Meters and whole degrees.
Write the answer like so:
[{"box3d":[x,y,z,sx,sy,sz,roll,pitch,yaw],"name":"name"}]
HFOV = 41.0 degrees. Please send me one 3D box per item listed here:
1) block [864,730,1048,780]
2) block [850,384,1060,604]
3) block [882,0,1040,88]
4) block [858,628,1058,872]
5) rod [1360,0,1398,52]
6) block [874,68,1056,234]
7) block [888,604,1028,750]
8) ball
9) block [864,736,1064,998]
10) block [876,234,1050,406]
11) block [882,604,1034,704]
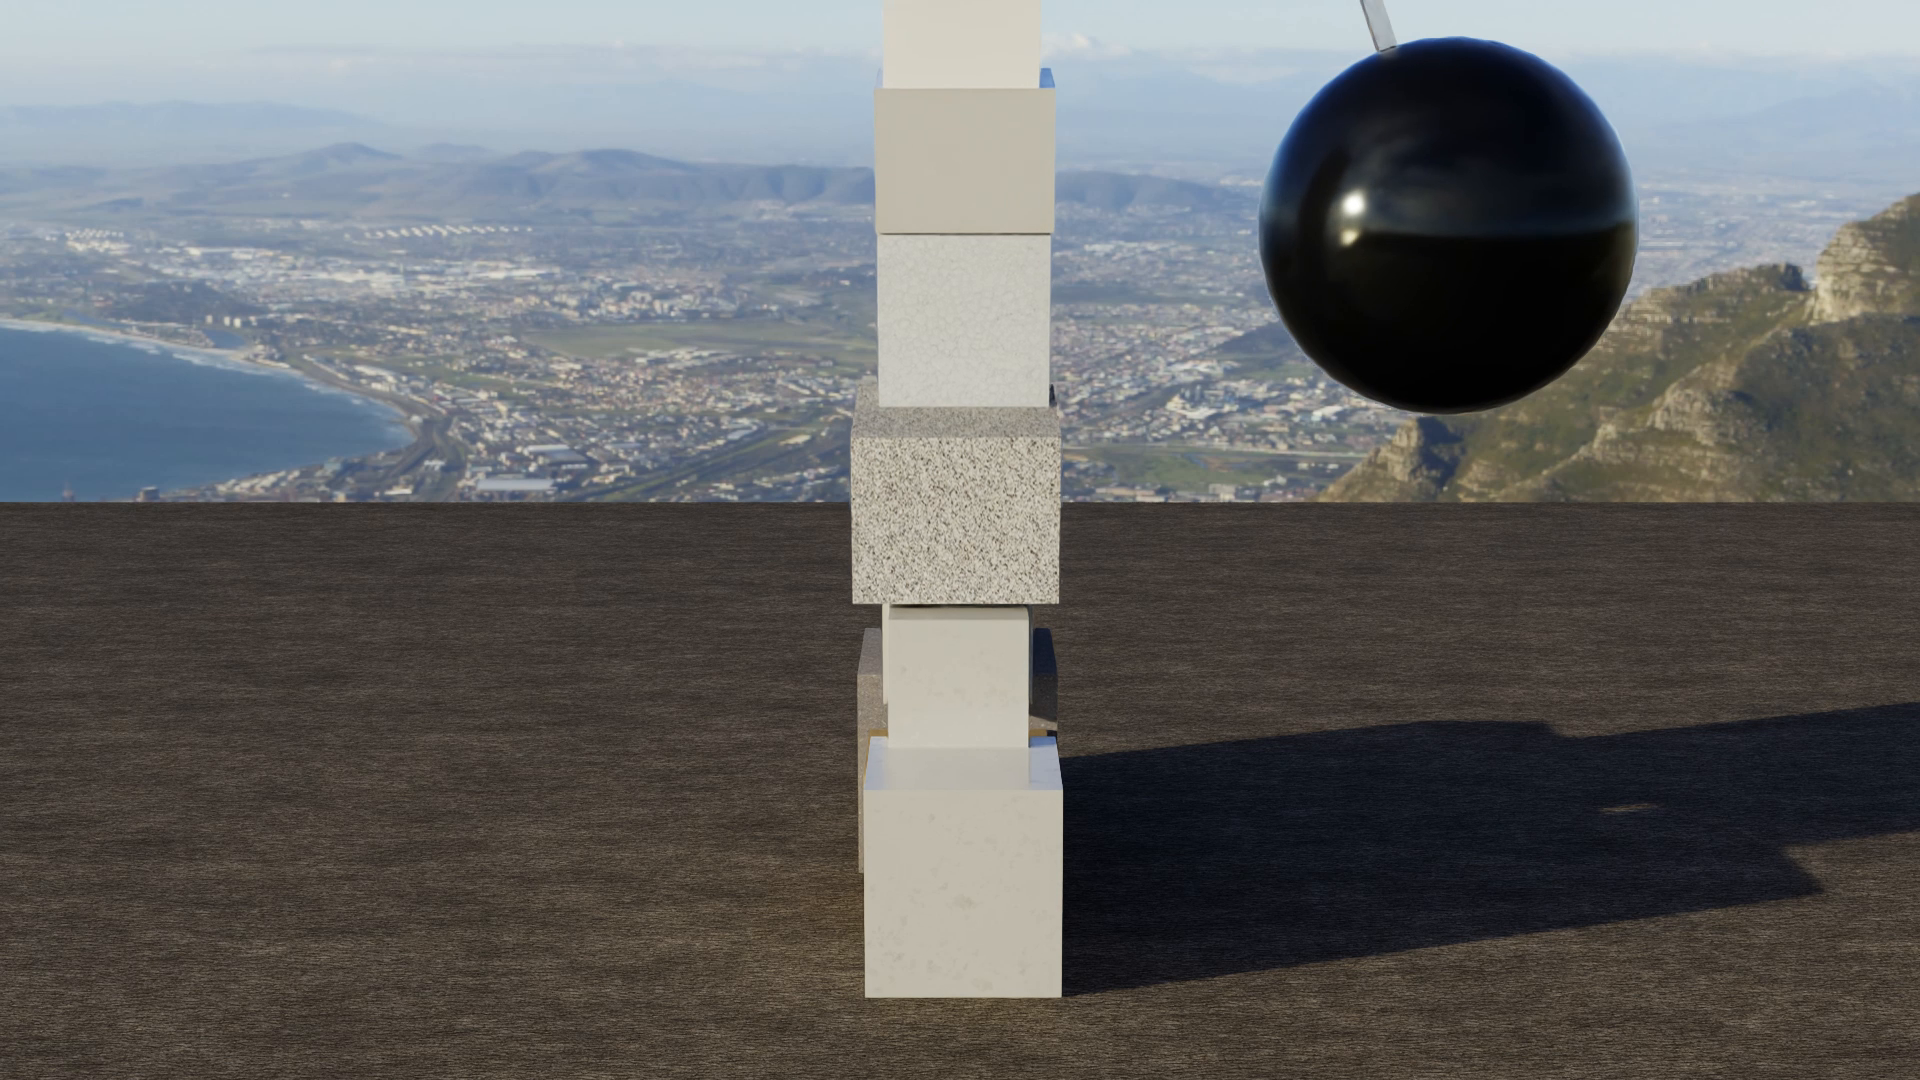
[{"box3d":[-0.008,1.224,10.981,0.777,0.662,0.746,0,10,0],"name":"block"},{"box3d":[-0.017,-0.205,10.672,0.834,0.697,0.844,0,18,0],"name":"block"},{"box3d":[0.006,-2.196,10.392,0.623,0.641,0.601,0,18,0],"name":"block"},{"box3d":[-0.011,0.950,11.810,0.879,0.905,0.963,0,10,0],"name":"block"},{"box3d":[0.899,-4.473,10.367,0.080,5.200,0.080,-20,10,4],"name":"rod"},{"box3d":[0.020,-1.614,10.576,0.723,0.581,0.637,0,18,0],"name":"block"},{"box3d":[-0.006,0.530,10.545,0.562,0.532,0.567,0,10,0],"name":"block"},{"box3d":[2.074,-1.334,10.938,1.600,1.600,1.600,0,10,0],"name":"ball"},{"box3d":[0.013,1.284,10.196,0.756,0.826,0.799,0,10,0],"name":"block"},{"box3d":[0.016,-0.990,10.777,0.704,0.731,0.595,0,18,0],"name":"block"},{"box3d":[-0.009,0.316,11.148,0.634,0.588,0.646,0,18,0],"name":"block"}]
